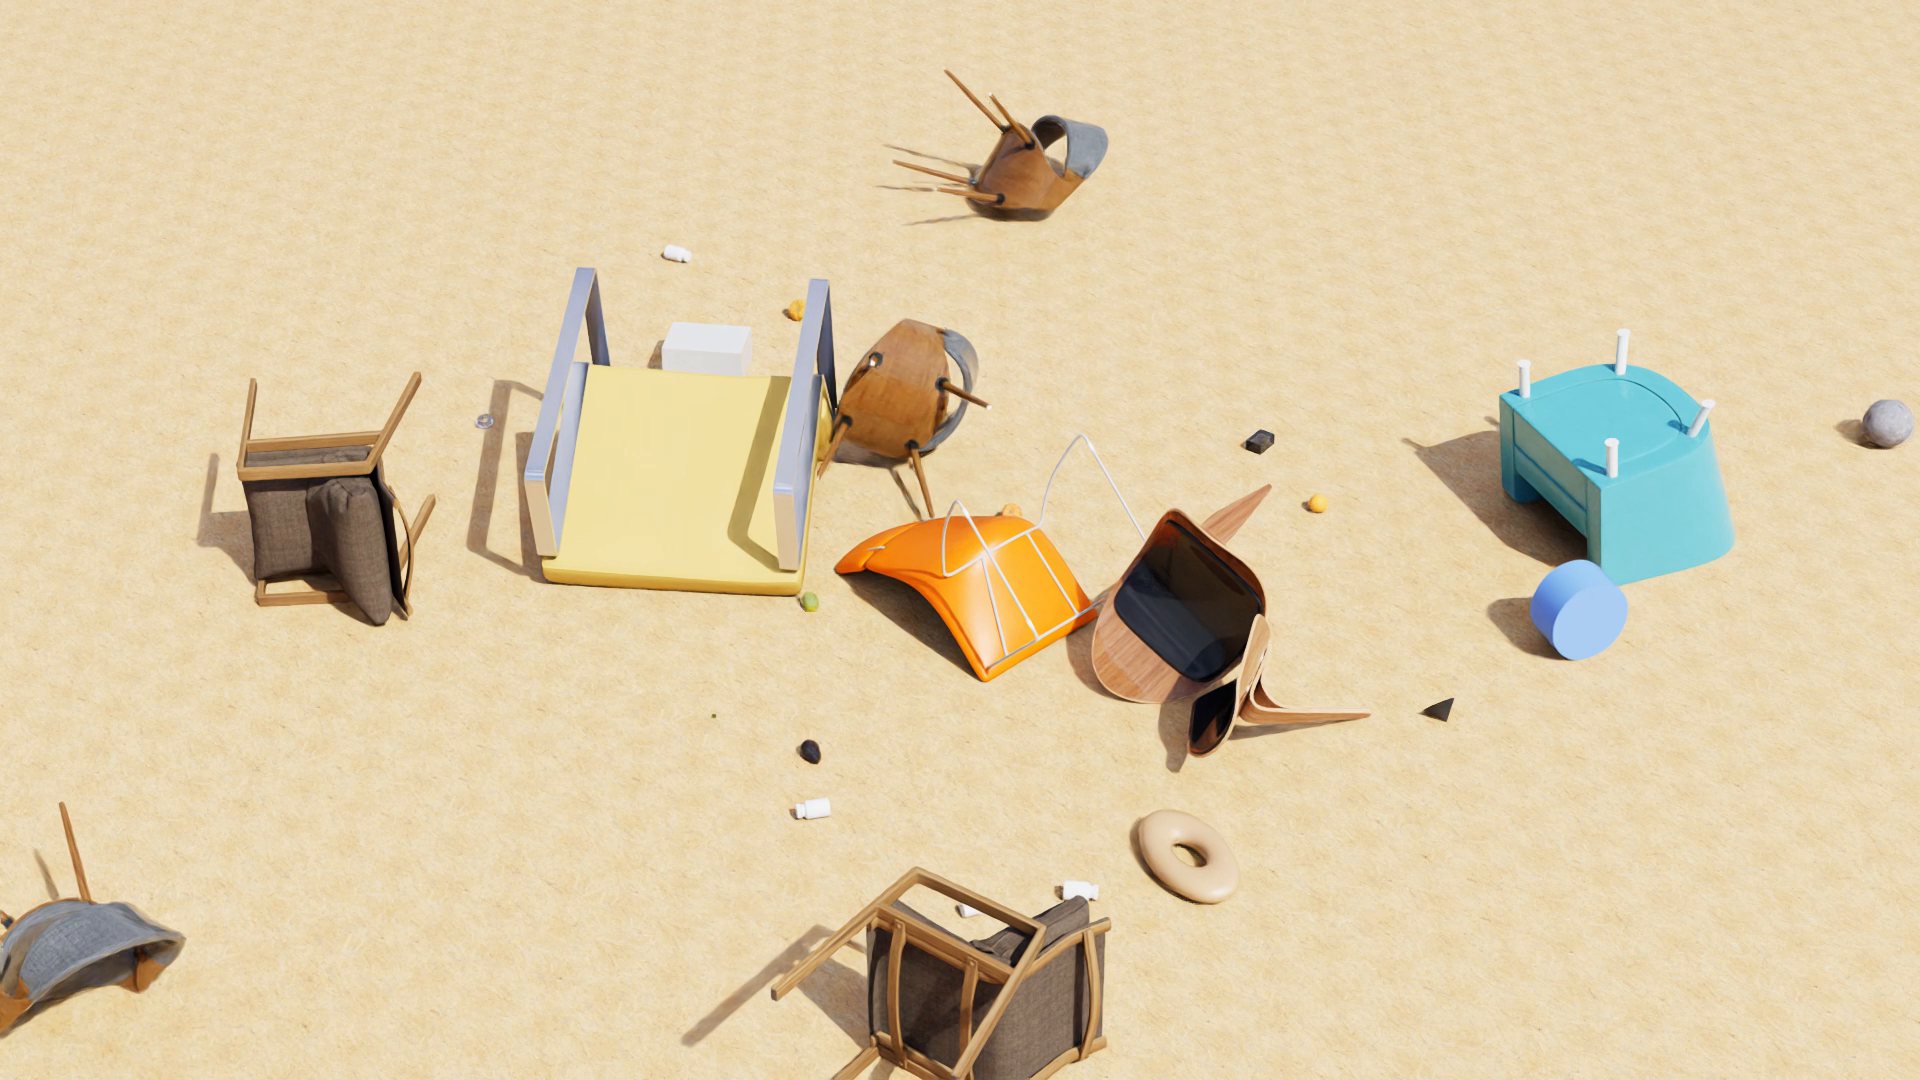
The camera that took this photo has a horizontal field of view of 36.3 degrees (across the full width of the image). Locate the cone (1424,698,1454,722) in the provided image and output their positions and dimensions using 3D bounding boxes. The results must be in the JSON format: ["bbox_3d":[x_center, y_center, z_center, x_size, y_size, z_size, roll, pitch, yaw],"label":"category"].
[{"bbox_3d":[1.647,0.591,10.007,0.119,0.067,0.107,-27,-13,24],"label":"cone"}]

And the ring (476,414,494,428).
[{"bbox_3d":[-1.886,-0.472,11.640,0.071,0.024,0.096,5,34,6],"label":"ring"}]

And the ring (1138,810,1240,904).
[{"bbox_3d":[0.728,1.005,9.343,0.270,0.083,0.465,-13,36,-21],"label":"ring"}]

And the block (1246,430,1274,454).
[{"bbox_3d":[1.176,-0.384,11.486,0.066,0.045,0.105,22,39,30],"label":"block"}]

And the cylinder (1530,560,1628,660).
[{"bbox_3d":[2.172,0.245,10.284,0.298,0.318,0.157,-15,36,-14],"label":"cylinder"}]

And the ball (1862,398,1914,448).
[{"bbox_3d":[3.629,-0.458,11.466,0.191,0.191,0.191,0,33,0],"label":"ball"}]

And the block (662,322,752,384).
[{"bbox_3d":[-1.031,-0.764,11.974,0.326,0.144,0.223,4,34,6],"label":"block"}]
